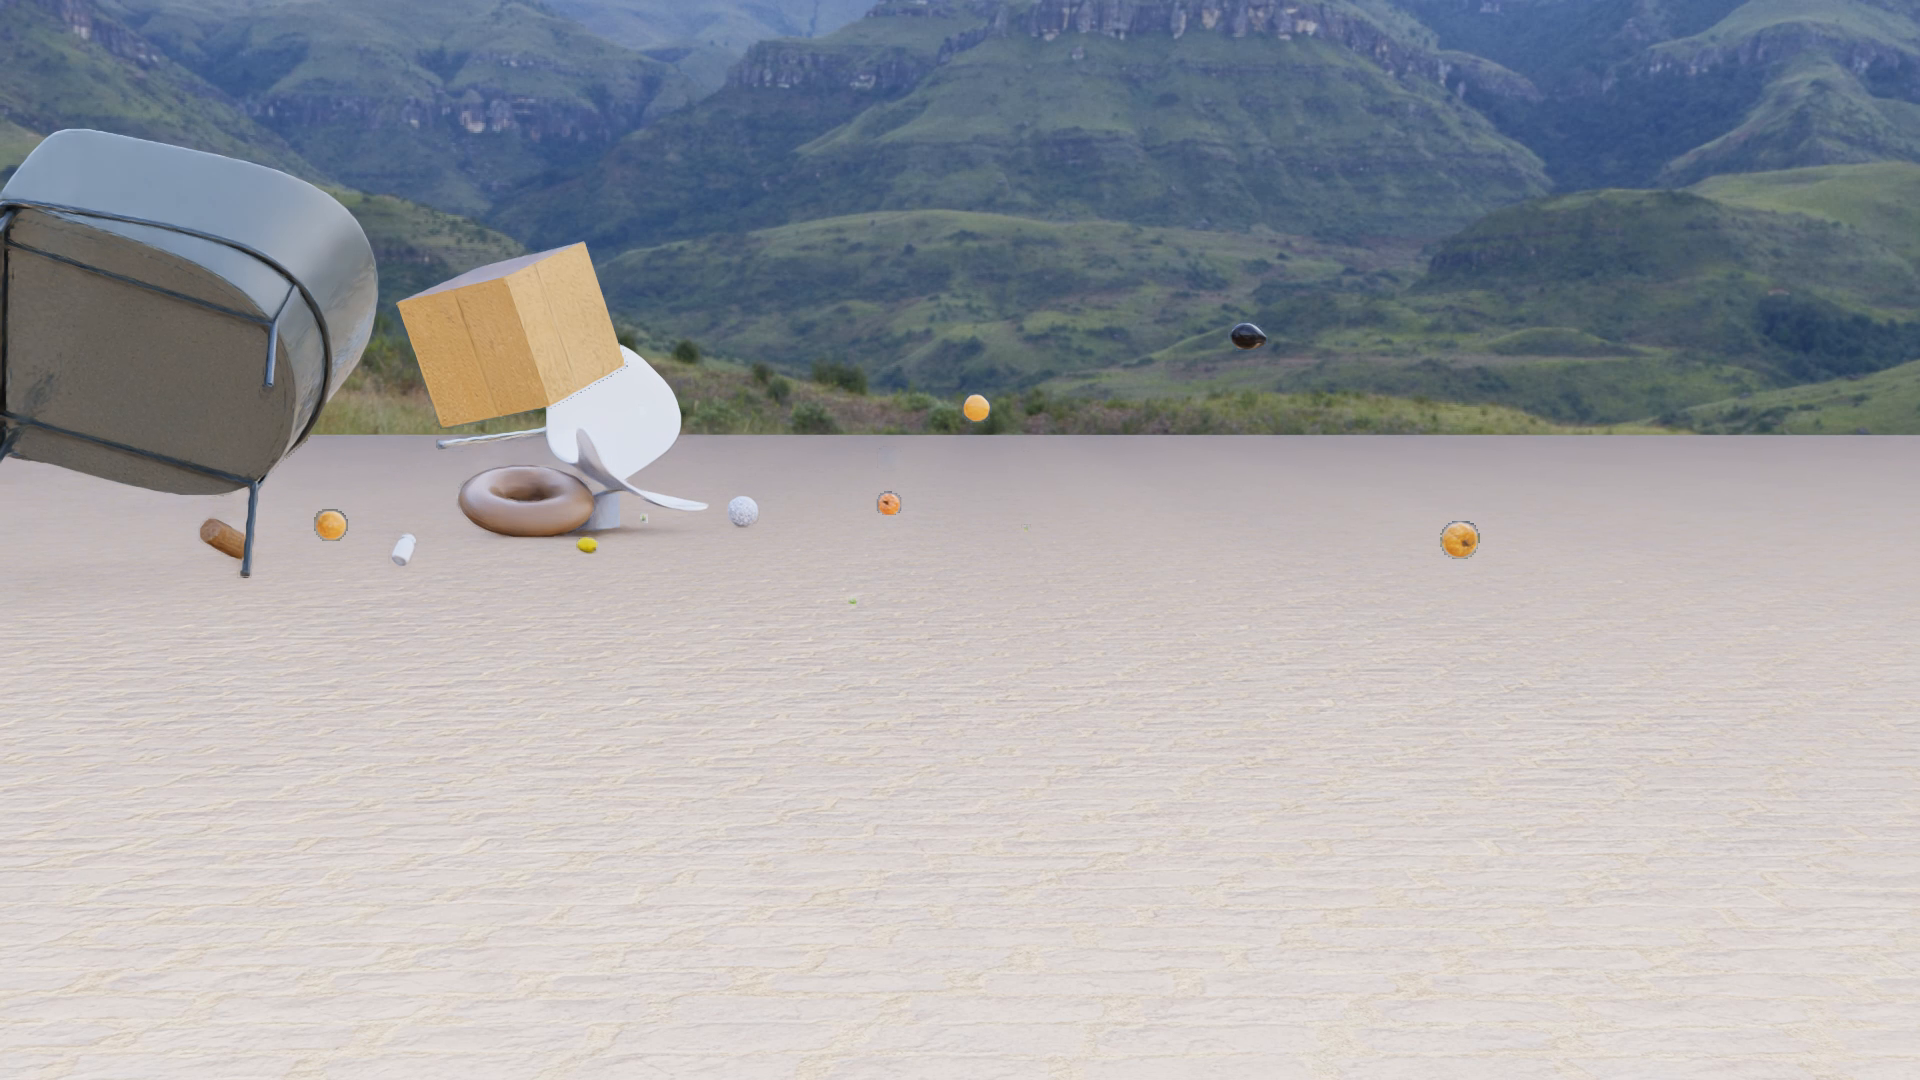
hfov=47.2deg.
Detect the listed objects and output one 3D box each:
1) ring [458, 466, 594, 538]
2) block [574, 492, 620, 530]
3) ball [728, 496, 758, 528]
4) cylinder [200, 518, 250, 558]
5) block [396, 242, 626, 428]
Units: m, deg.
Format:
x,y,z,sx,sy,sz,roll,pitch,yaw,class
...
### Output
x,y,z,sx,sy,sz,roll,pitch,yaw,class
-1.336,-0.121,6.781,0.441,0.105,0.373,16,30,26,ring
-1.235,-0.094,7.102,0.213,0.112,0.173,1,4,17,block
-0.708,-0.093,7.160,0.101,0.101,0.101,0,4,0,ball
-1.934,-0.004,5.789,0.074,0.068,0.112,38,-1,38,cylinder
-0.918,-0.423,4.522,0.283,0.270,0.283,-8,17,28,block
